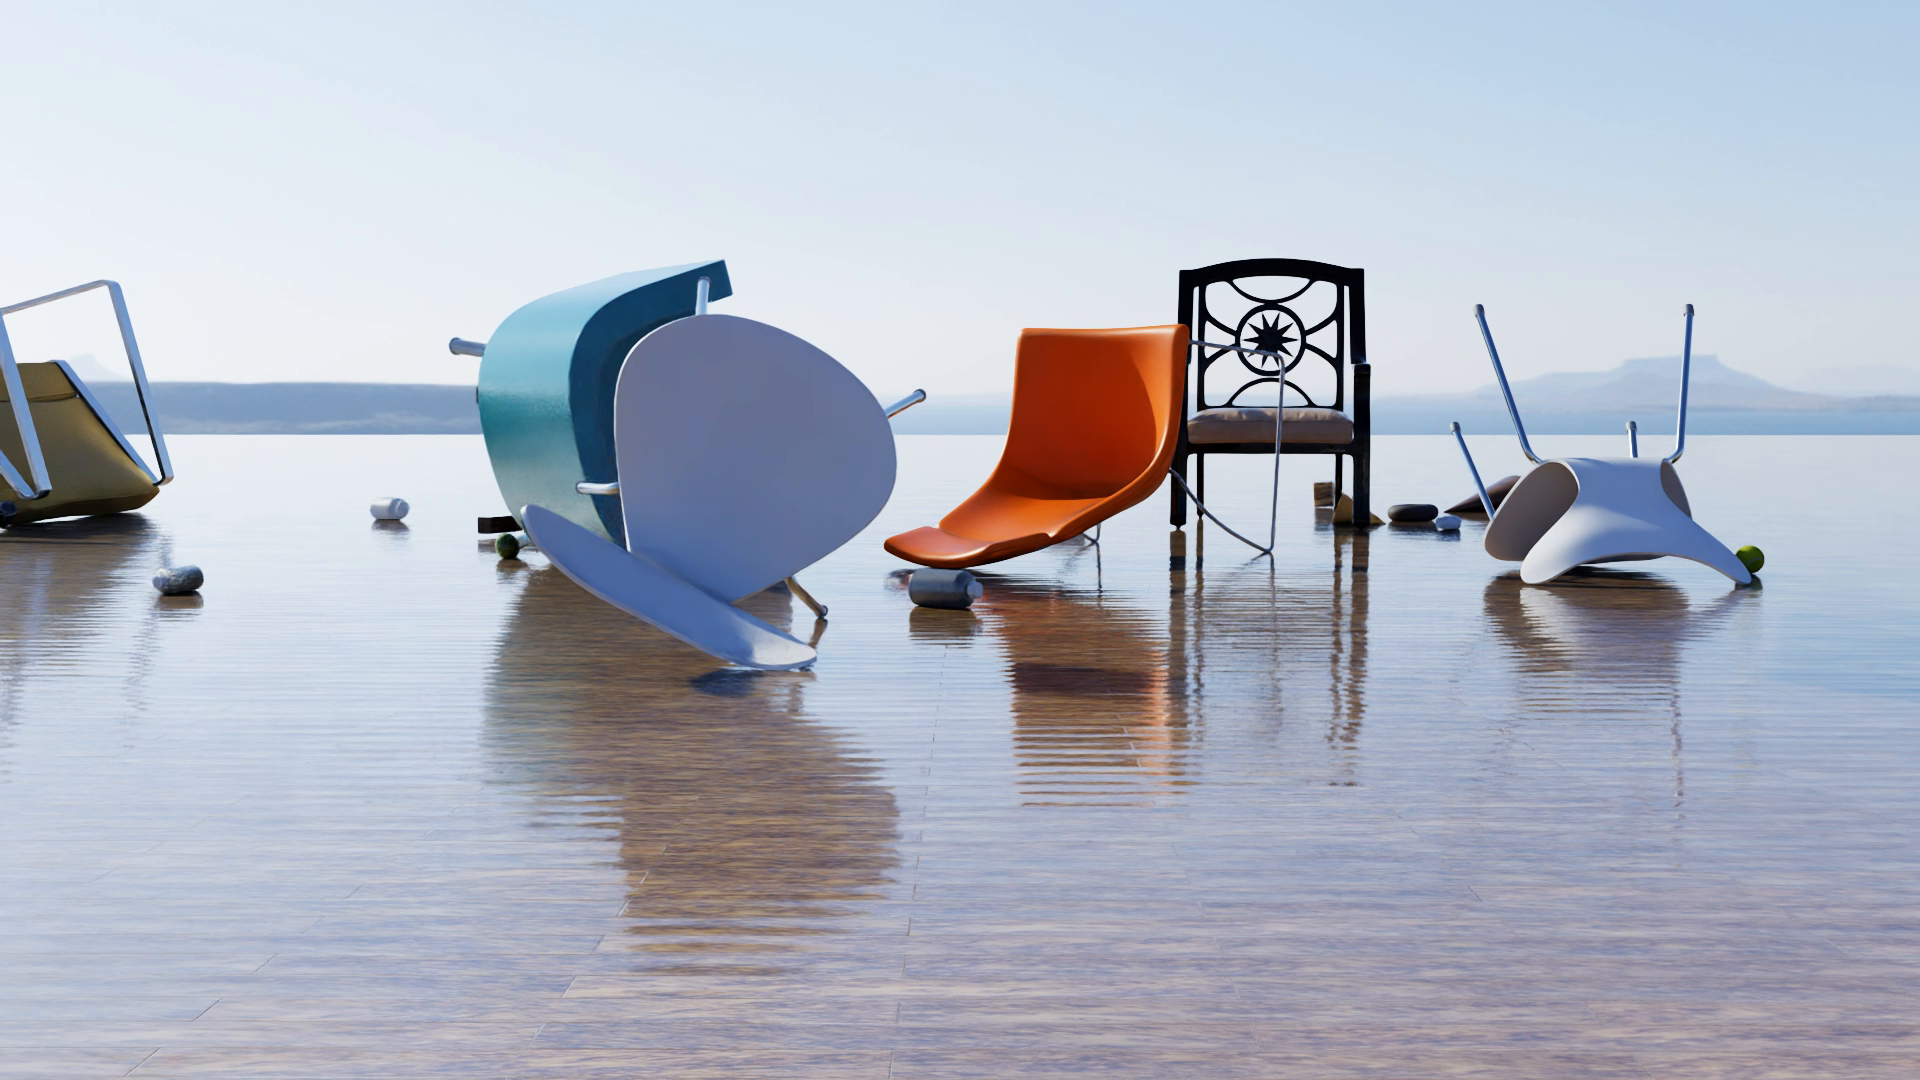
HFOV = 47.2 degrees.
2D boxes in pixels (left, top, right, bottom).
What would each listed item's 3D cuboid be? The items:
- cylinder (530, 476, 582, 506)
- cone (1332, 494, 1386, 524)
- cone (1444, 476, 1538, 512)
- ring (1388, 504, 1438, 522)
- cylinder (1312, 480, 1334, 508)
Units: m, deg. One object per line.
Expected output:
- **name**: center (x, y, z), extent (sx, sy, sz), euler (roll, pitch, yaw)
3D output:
- **cylinder**: center (-1.570, -0.194, 8.536), extent (0.167, 0.104, 0.117), euler (23, -11, -36)
- **cone**: center (1.344, -0.081, 7.352), extent (0.169, 0.089, 0.128), euler (19, 46, 12)
- **cone**: center (1.910, -0.138, 8.083), extent (0.337, 0.132, 0.260), euler (-14, 5, -23)
- **ring**: center (1.548, -0.093, 7.513), extent (0.184, 0.055, 0.155), euler (-3, 4, -28)
- **cylinder**: center (1.379, -0.175, 8.346), extent (0.081, 0.095, 0.044), euler (-7, 9, -15)
